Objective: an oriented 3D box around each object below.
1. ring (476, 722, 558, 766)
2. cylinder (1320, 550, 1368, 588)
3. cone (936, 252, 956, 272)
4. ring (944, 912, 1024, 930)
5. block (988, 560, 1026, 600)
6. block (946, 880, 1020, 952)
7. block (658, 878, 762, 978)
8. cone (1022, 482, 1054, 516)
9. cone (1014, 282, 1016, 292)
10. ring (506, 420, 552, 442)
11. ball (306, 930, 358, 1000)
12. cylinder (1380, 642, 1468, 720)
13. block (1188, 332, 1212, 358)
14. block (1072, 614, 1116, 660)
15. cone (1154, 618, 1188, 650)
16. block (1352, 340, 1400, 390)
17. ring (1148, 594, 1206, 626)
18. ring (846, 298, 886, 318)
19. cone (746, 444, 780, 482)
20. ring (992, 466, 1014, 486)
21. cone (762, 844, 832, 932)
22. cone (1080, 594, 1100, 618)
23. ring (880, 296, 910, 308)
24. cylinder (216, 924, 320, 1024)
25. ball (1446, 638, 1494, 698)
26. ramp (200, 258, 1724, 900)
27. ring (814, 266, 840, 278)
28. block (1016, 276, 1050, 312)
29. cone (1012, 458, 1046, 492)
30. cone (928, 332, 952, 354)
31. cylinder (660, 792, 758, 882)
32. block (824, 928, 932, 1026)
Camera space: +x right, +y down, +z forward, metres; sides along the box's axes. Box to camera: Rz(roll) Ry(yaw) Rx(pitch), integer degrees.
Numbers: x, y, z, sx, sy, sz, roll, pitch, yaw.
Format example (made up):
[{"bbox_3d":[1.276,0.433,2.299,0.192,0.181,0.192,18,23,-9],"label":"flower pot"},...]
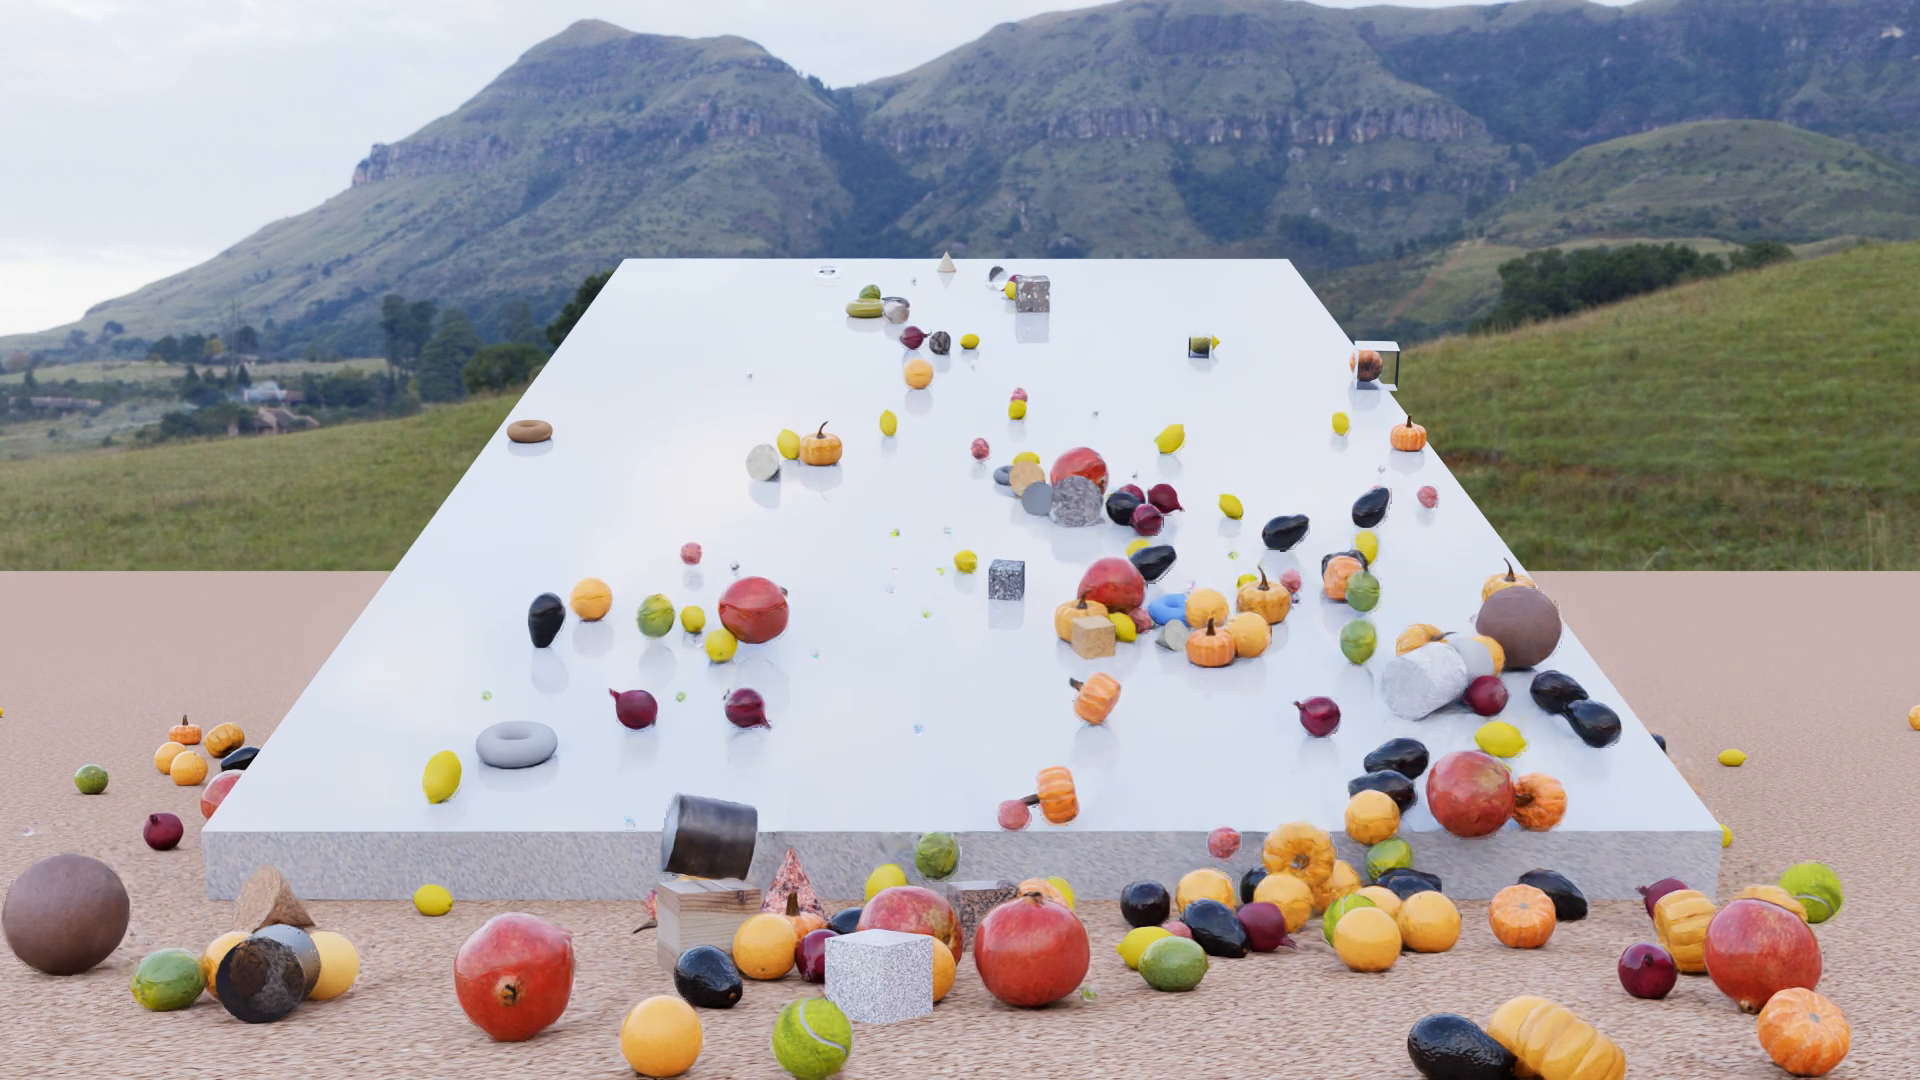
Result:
[{"bbox_3d":[-0.627,0.288,3.162,0.115,0.038,0.115,0,17,0],"label":"ring"},{"bbox_3d":[0.666,0.049,3.875,0.057,0.057,0.057,-9,4,-28],"label":"cylinder"},{"bbox_3d":[-0.039,-0.819,6.555,0.060,0.060,0.060,0,18,0],"label":"cone"},{"bbox_3d":[0.029,0.459,2.694,0.097,0.032,0.097,1,0,0],"label":"ring"},{"bbox_3d":[0.080,0.068,3.819,0.054,0.054,0.054,4,18,10],"label":"block"},{"bbox_3d":[0.027,0.438,2.608,0.071,0.071,0.071,0,-1,-13],"label":"block"},{"bbox_3d":[-0.277,0.426,2.459,0.091,0.091,0.091,0,-1,-23],"label":"block"},{"bbox_3d":[0.159,-0.072,4.293,0.067,0.067,0.067,0,-13,18],"label":"cone"},{"bbox_3d":[0.181,-0.680,6.173,0.067,0.067,0.067,0,-23,1],"label":"cone"},{"bbox_3d":[-0.921,-0.233,4.784,0.098,0.033,0.098,1,17,0],"label":"ring"},{"bbox_3d":[-0.650,0.435,2.285,0.070,0.070,0.070,0,-1,0],"label":"ball"},{"bbox_3d":[0.688,0.209,3.321,0.094,0.094,0.094,-1,13,44],"label":"cylinder"},{"bbox_3d":[0.594,-0.480,5.521,0.052,0.052,0.052,5,18,14],"label":"block"},{"bbox_3d":[0.212,0.155,3.554,0.052,0.052,0.052,-7,19,-20],"label":"block"},{"bbox_3d":[0.329,0.158,3.591,0.053,0.053,0.053,1,-14,-40],"label":"cone"},{"bbox_3d":[0.974,-0.408,5.230,0.095,0.095,0.095,2,18,5],"label":"block"},{"bbox_3d":[0.359,0.118,3.703,0.097,0.032,0.097,0,19,0],"label":"ring"},{"bbox_3d":[-0.249,-0.620,5.973,0.117,0.039,0.117,1,17,0],"label":"ring"},{"bbox_3d":[-0.380,-0.148,4.520,0.076,0.076,0.076,0,-11,25],"label":"cone"},{"bbox_3d":[0.103,-0.128,4.474,0.075,0.025,0.075,1,22,-1],"label":"ring"},{"bbox_3d":[-0.208,0.425,2.758,0.099,0.099,0.099,0,-1,0],"label":"cone"},{"bbox_3d":[0.217,0.125,3.727,0.072,0.072,0.072,-5,0,0],"label":"cone"},{"bbox_3d":[-0.180,-0.637,6.042,0.087,0.029,0.087,1,19,0],"label":"ring"},{"bbox_3d":[-0.681,0.427,2.206,0.083,0.083,0.083,0,-1,-5],"label":"cylinder"},{"bbox_3d":[0.761,0.193,3.377,0.090,0.090,0.090,0,-1,0],"label":"ball"},{"bbox_3d":[-0.003,-0.185,4.853,2.000,0.100,4.000,0,18,0],"label":"ramp"},{"bbox_3d":[-0.383,-0.775,6.470,0.080,0.027,0.080,-1,22,0],"label":"ring"},{"bbox_3d":[0.196,-0.665,6.038,0.084,0.084,0.084,-1,18,-4],"label":"block"},{"bbox_3d":[0.121,-0.112,4.410,0.075,0.075,0.075,0,-24,-28],"label":"cone"},{"bbox_3d":[-0.037,-0.483,5.568,0.061,0.061,0.061,0,-11,24],"label":"cone"},{"bbox_3d":[-0.306,0.364,2.728,0.096,0.096,0.096,12,-4,-14],"label":"cylinder"},{"bbox_3d":[-0.080,0.431,2.211,0.076,0.076,0.076,-1,-1,38],"label":"block"}]
